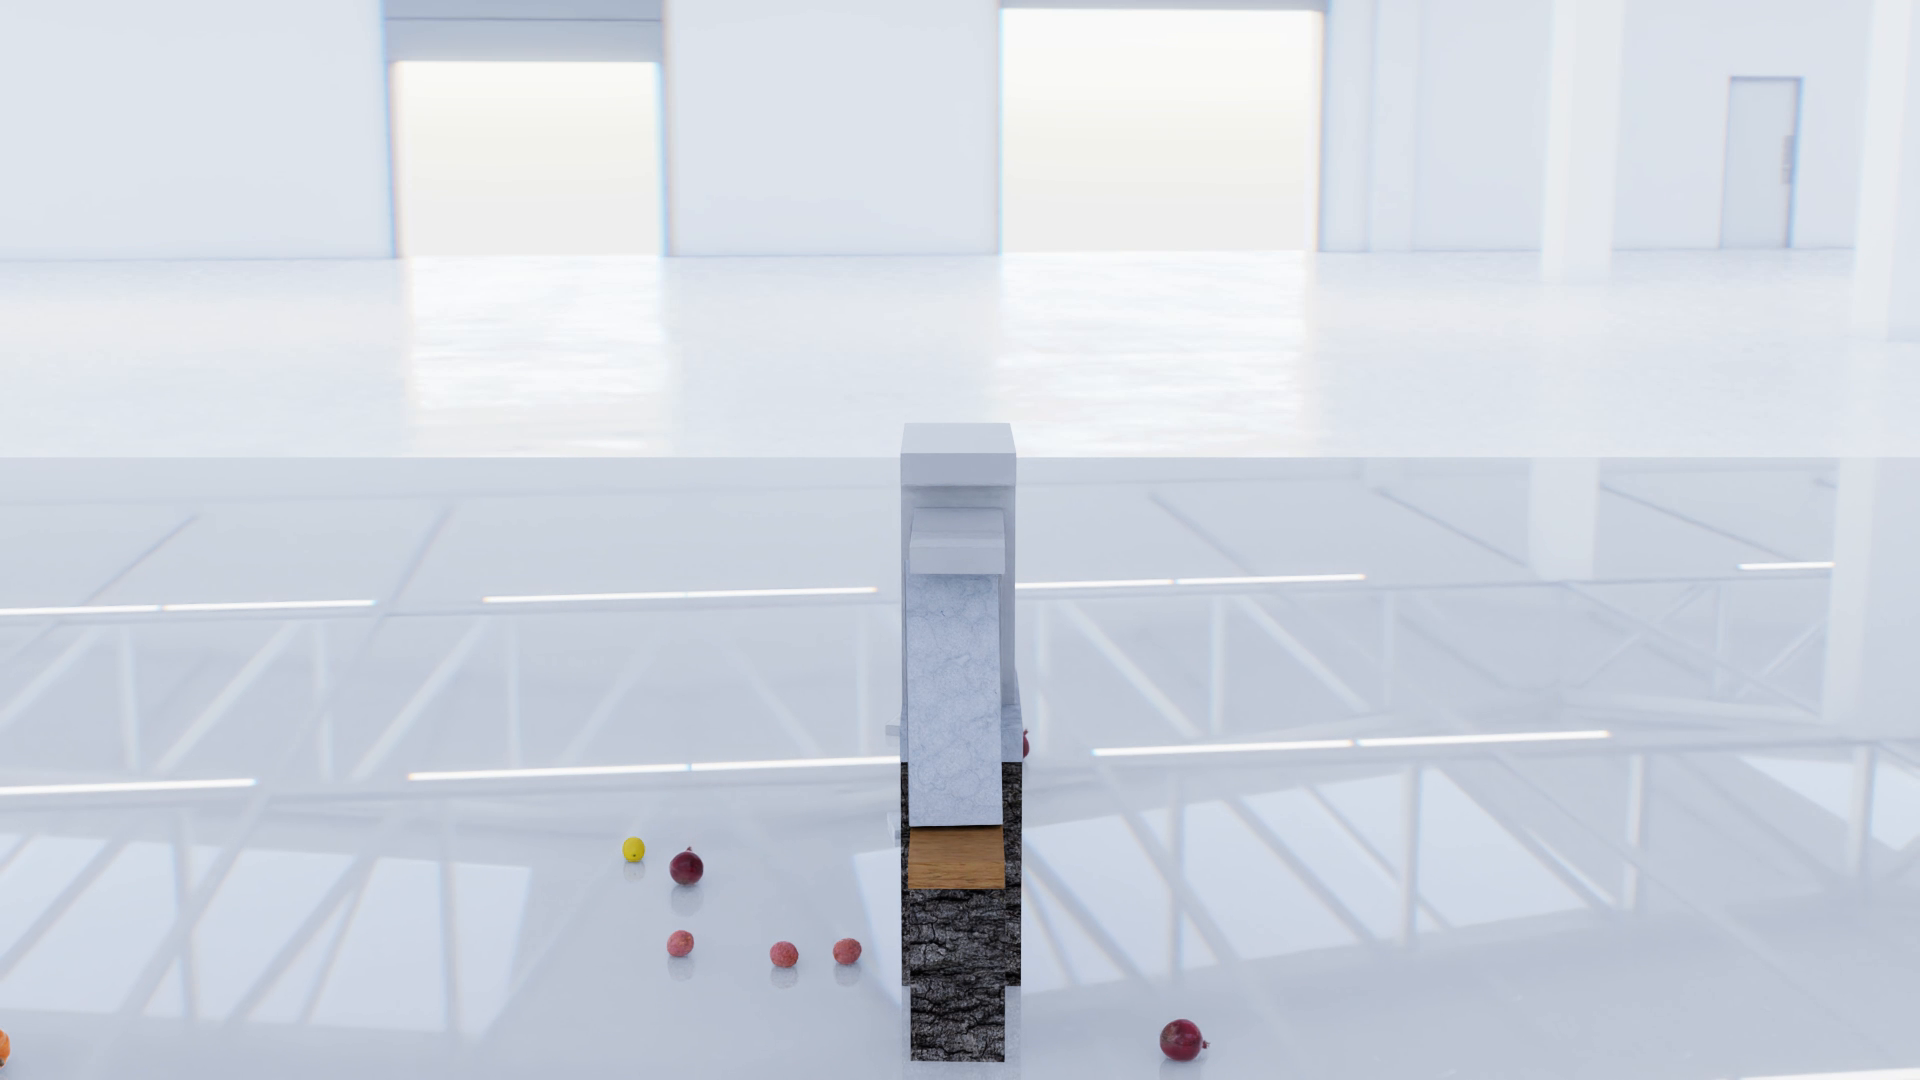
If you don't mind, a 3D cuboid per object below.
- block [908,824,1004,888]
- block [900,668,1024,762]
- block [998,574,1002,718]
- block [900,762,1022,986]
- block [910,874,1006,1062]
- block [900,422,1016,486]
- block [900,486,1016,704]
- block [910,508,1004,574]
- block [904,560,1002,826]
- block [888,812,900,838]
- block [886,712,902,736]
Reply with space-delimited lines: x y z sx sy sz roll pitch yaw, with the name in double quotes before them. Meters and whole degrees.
"block" -0.005 0.424 3.055 0.129 0.036 0.257 0 11 0
"block" 0.002 0.263 3.343 0.178 0.050 0.355 0 11 0
"block" -0.004 0.129 3.217 0.129 0.258 0.037 0 0 0
"block" 0.002 0.484 3.264 0.178 0.355 0.050 0 11 0
"block" -0.003 0.583 3.000 0.129 0.257 0.036 0 11 2
"block" -0.003 -0.133 3.362 0.169 0.048 0.337 0 11 0
"block" -0.003 0.076 3.288 0.169 0.338 0.048 0 11 0
"block" -0.003 -0.001 3.117 0.129 0.037 0.258 0 13 0
"block" -0.010 0.213 3.083 0.129 0.370 0.037 -1 -4 -4
"block" -0.099 0.519 4.008 0.054 0.015 0.109 -2 11 -9
"block" -0.095 0.388 4.694 0.081 0.023 0.161 3 11 17
